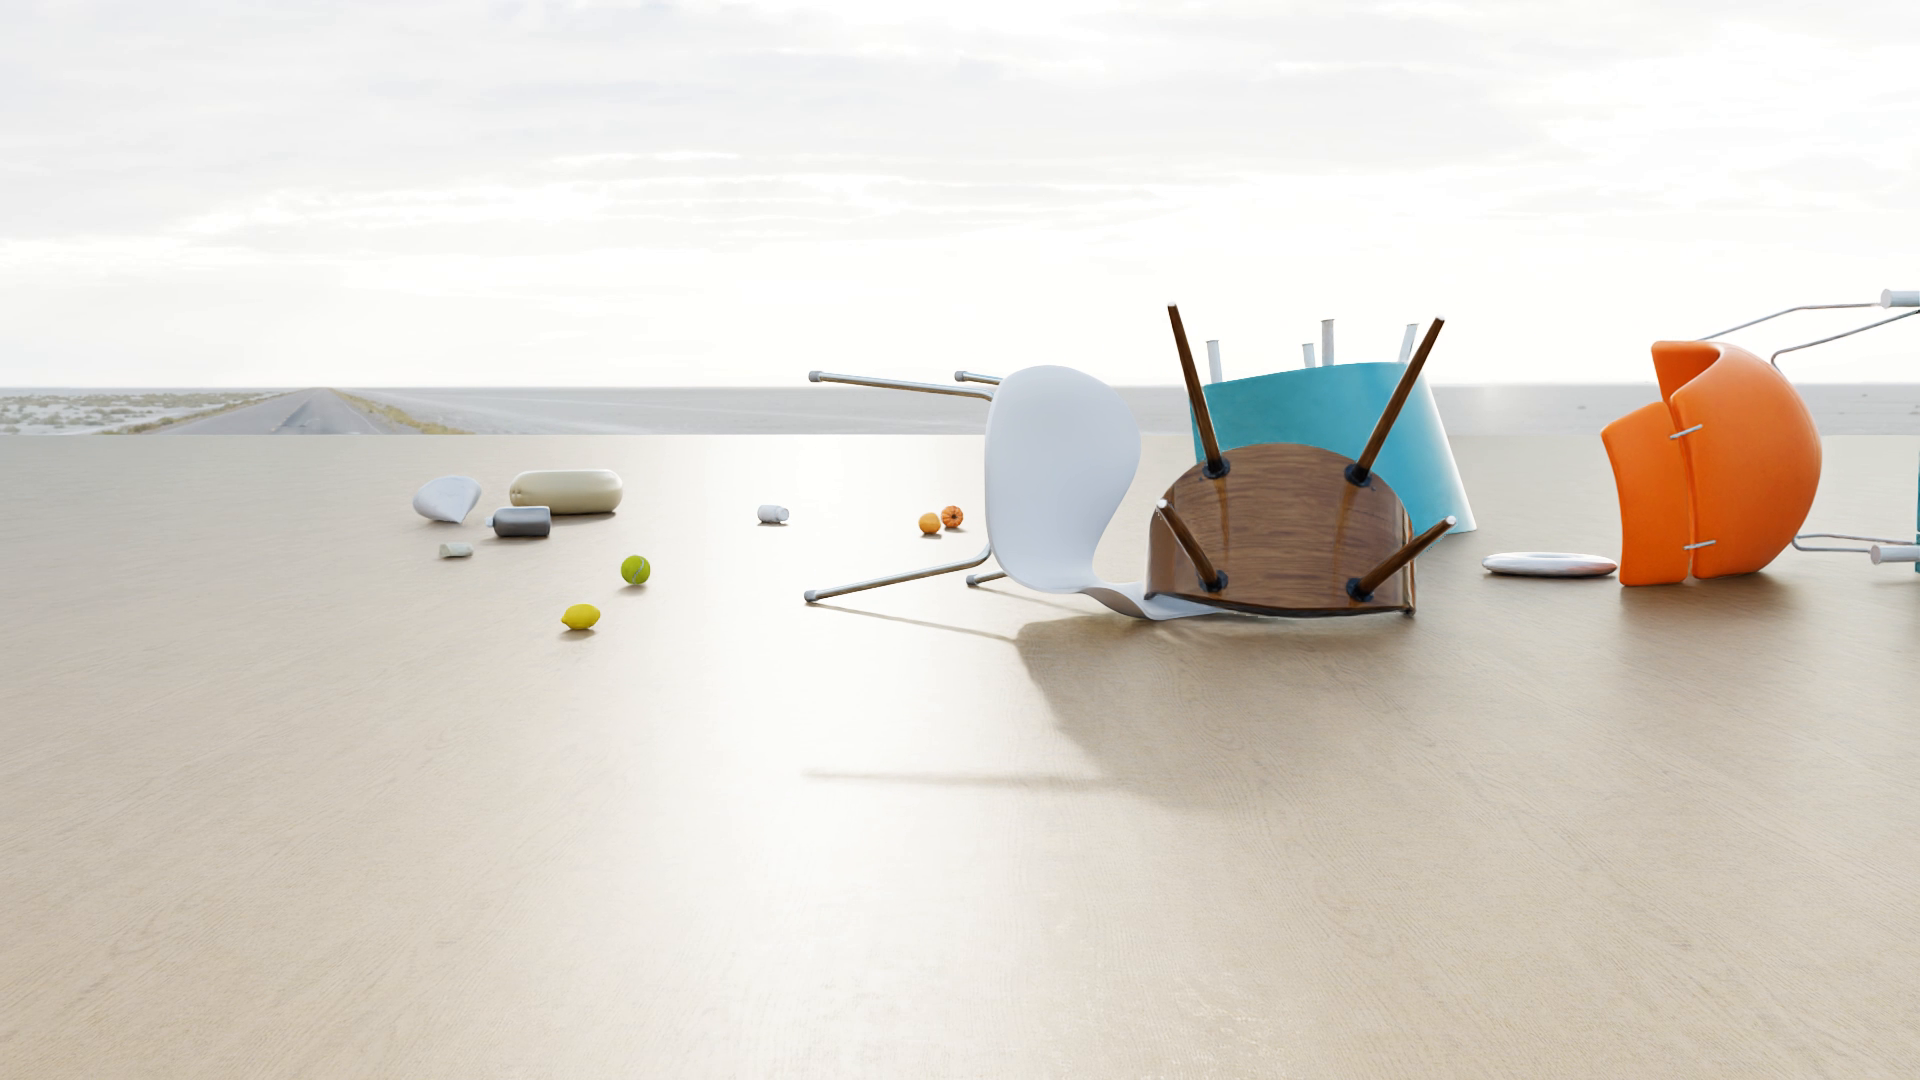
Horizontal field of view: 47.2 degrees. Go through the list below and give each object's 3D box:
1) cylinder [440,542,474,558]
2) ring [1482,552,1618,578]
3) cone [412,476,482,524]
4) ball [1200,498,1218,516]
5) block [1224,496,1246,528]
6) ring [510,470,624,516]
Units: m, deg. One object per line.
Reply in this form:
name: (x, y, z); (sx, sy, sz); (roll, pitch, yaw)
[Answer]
cylinder: (-1.347, 0.026, 5.883); (0.071, 0.037, 0.059); (-3, 15, -41)
ring: (1.431, 0.060, 5.340); (0.322, 0.045, 0.315); (1, 4, 7)
cone: (-1.715, -0.101, 7.449); (0.238, 0.158, 0.234); (-15, 28, -17)
ball: (0.877, -0.114, 7.737); (0.064, 0.064, 0.064); (0, 4, 0)
block: (0.897, -0.094, 7.172); (0.066, 0.102, 0.038); (1, 4, 12)
ring: (-1.420, -0.174, 7.953); (0.284, 0.158, 0.497); (1, 3, 36)
